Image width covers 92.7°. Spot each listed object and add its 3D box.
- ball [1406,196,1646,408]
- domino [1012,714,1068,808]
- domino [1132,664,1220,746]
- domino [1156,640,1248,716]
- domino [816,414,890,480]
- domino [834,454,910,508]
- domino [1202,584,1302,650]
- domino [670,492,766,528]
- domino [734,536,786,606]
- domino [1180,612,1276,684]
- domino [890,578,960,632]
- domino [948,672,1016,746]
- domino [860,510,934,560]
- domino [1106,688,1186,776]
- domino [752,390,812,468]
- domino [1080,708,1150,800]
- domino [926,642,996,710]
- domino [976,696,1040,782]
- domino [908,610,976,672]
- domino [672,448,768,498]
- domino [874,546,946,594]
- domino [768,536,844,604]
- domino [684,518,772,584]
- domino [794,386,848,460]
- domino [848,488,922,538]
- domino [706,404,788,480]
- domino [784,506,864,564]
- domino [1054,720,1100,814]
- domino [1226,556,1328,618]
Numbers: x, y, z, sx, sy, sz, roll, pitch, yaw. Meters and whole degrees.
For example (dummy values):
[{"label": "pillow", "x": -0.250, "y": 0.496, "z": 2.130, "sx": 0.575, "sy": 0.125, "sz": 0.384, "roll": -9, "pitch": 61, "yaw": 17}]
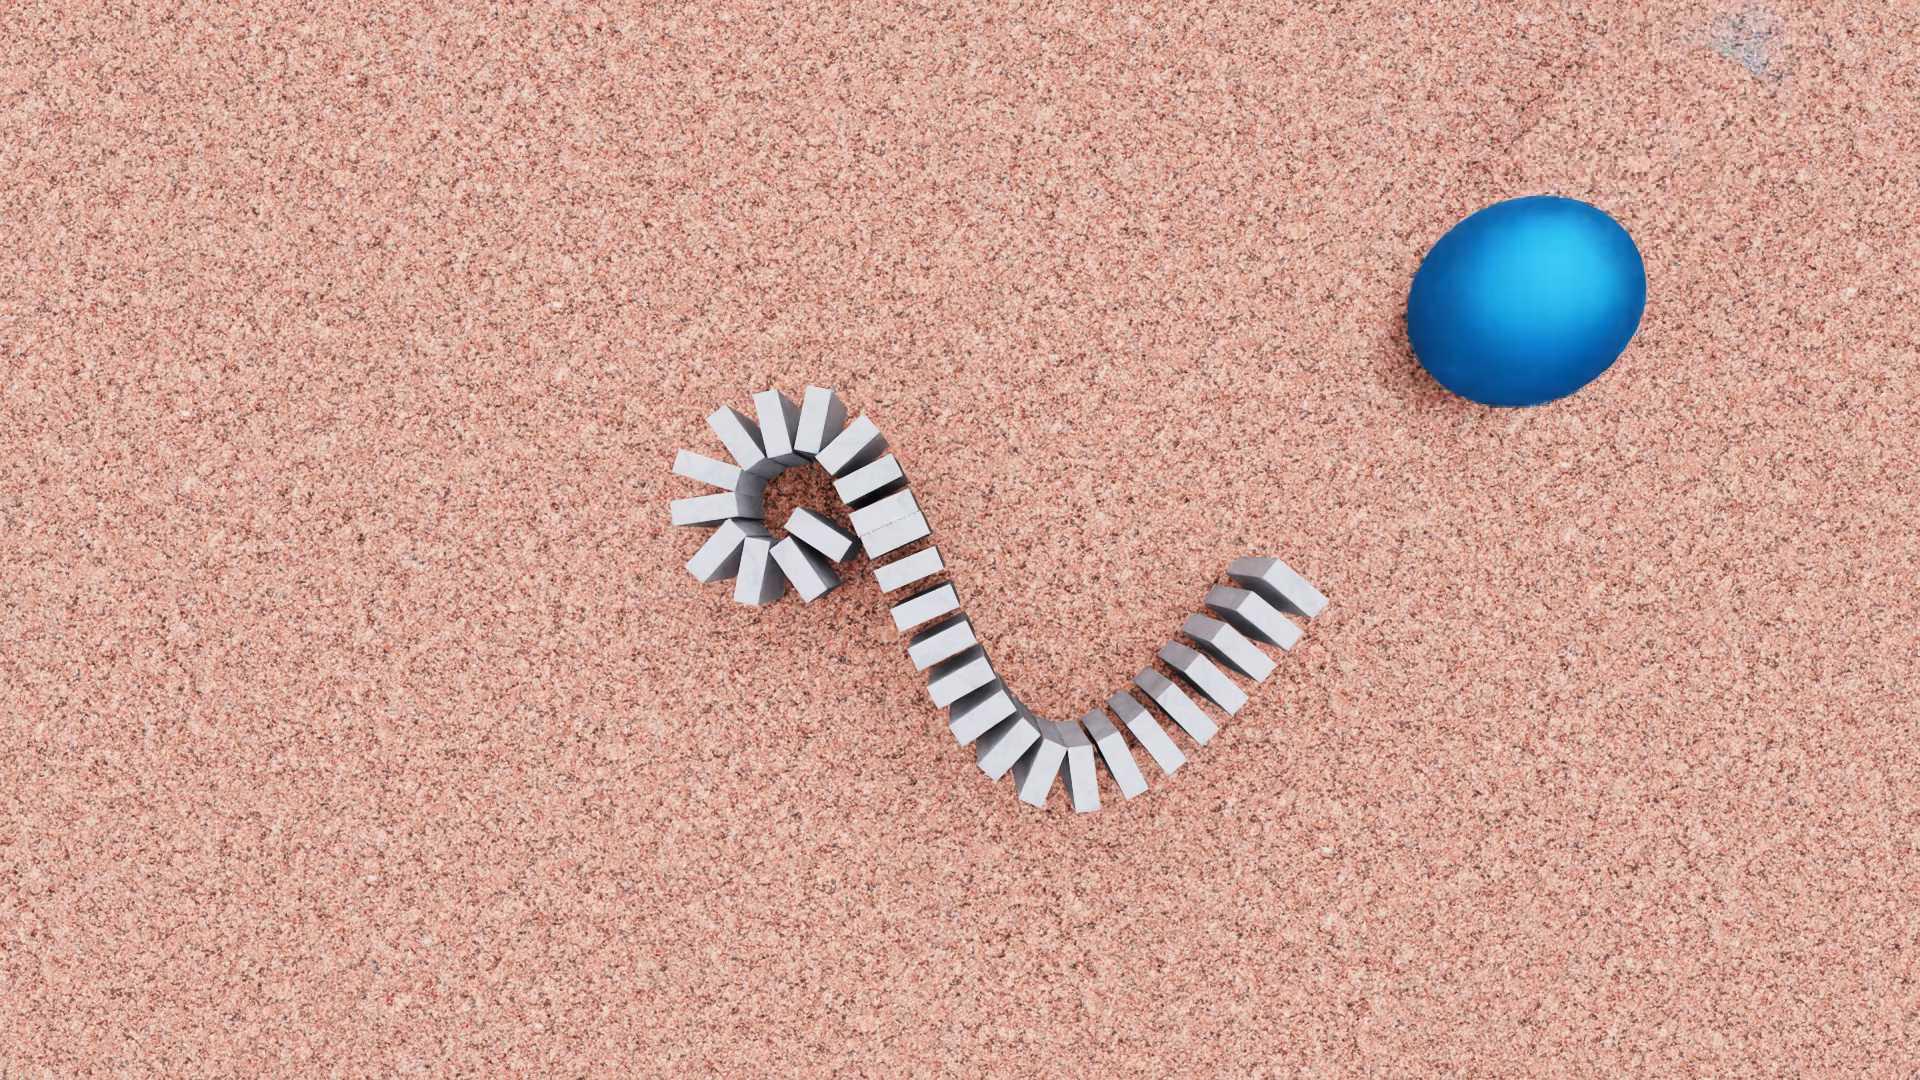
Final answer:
[{"label": "ball", "x": 0.220, "y": -0.093, "z": 0.360, "sx": 0.080, "sy": 0.080, "sz": 0.080, "roll": 0, "pitch": 90, "yaw": 0}, {"label": "domino", "x": 0.032, "y": 0.089, "z": 0.375, "sx": 0.010, "sy": 0.050, "sz": 0.025, "roll": 23, "pitch": 90, "yaw": 0}, {"label": "domino", "x": 0.087, "y": 0.067, "z": 0.375, "sx": 0.010, "sy": 0.050, "sz": 0.025, "roll": -45, "pitch": 90, "yaw": 0}, {"label": "domino", "x": 0.098, "y": 0.055, "z": 0.375, "sx": 0.025, "sy": 0.050, "sz": 0.009, "roll": 43, "pitch": 90, "yaw": 0}, {"label": "domino", "x": -0.043, "y": -0.037, "z": 0.375, "sx": 0.025, "sy": 0.050, "sz": 0.009, "roll": -42, "pitch": 90, "yaw": 0}, {"label": "domino", "x": -0.035, "y": -0.023, "z": 0.375, "sx": 0.025, "sy": 0.050, "sz": 0.009, "roll": -27, "pitch": 90, "yaw": 0}, {"label": "domino", "x": 0.118, "y": 0.031, "z": 0.375, "sx": 0.025, "sy": 0.050, "sz": 0.009, "roll": 39, "pitch": 90, "yaw": 0}, {"label": "domino", "x": -0.098, "y": -0.012, "z": 0.375, "sx": 0.025, "sy": 0.050, "sz": 0.009, "roll": -8, "pitch": 90, "yaw": 0}, {"label": "domino", "x": -0.080, "y": 0.012, "z": 0.375, "sx": 0.010, "sy": 0.050, "sz": 0.025, "roll": 11, "pitch": 90, "yaw": 0}, {"label": "domino", "x": 0.108, "y": 0.043, "z": 0.375, "sx": 0.025, "sy": 0.050, "sz": 0.010, "roll": 40, "pitch": 90, "yaw": 0}, {"label": "domino", "x": -0.013, "y": 0.026, "z": 0.375, "sx": 0.025, "sy": 0.050, "sz": 0.010, "roll": -23, "pitch": 90, "yaw": 0}, {"label": "domino", "x": 0.009, "y": 0.068, "z": 0.375, "sx": 0.025, "sy": 0.050, "sz": 0.009, "roll": -34, "pitch": 90, "yaw": 0}, {"label": "domino", "x": -0.025, "y": -0.002, "z": 0.375, "sx": 0.025, "sy": 0.050, "sz": 0.010, "roll": -24, "pitch": 90, "yaw": 0}, {"label": "domino", "x": 0.075, "y": 0.077, "z": 0.375, "sx": 0.009, "sy": 0.050, "sz": 0.025, "roll": -40, "pitch": 90, "yaw": 0}, {"label": "domino", "x": -0.072, "y": -0.044, "z": 0.375, "sx": 0.009, "sy": 0.050, "sz": 0.025, "roll": -14, "pitch": 90, "yaw": 0}, {"label": "domino", "x": 0.062, "y": 0.086, "z": 0.375, "sx": 0.010, "sy": 0.050, "sz": 0.025, "roll": -27, "pitch": 90, "yaw": 0}, {"label": "domino", "x": 0.001, "y": 0.055, "z": 0.375, "sx": 0.025, "sy": 0.050, "sz": 0.010, "roll": -29, "pitch": 90, "yaw": 0}, {"label": "domino", "x": 0.019, "y": 0.080, "z": 0.375, "sx": 0.009, "sy": 0.050, "sz": 0.025, "roll": 44, "pitch": 90, "yaw": 0}, {"label": "domino", "x": -0.007, "y": 0.040, "z": 0.375, "sx": 0.025, "sy": 0.050, "sz": 0.010, "roll": -26, "pitch": 90, "yaw": 0}, {"label": "domino", "x": -0.097, "y": -0.027, "z": 0.375, "sx": 0.025, "sy": 0.050, "sz": 0.010, "roll": 17, "pitch": 90, "yaw": 0}, {"label": "domino", "x": -0.019, "y": 0.011, "z": 0.375, "sx": 0.025, "sy": 0.050, "sz": 0.010, "roll": -22, "pitch": 90, "yaw": 0}, {"label": "domino", "x": -0.062, "y": 0.011, "z": 0.375, "sx": 0.009, "sy": 0.050, "sz": 0.025, "roll": -36, "pitch": 90, "yaw": 0}, {"label": "domino", "x": -0.093, "y": 0.004, "z": 0.375, "sx": 0.010, "sy": 0.050, "sz": 0.025, "roll": 42, "pitch": 90, "yaw": 0}, {"label": "domino", "x": -0.056, "y": -0.046, "z": 0.375, "sx": 0.010, "sy": 0.050, "sz": 0.025, "roll": 12, "pitch": 90, "yaw": 0}, {"label": "domino", "x": -0.029, "y": -0.010, "z": 0.375, "sx": 0.025, "sy": 0.050, "sz": 0.009, "roll": -24, "pitch": 90, "yaw": 0}, {"label": "domino", "x": -0.086, "y": -0.039, "z": 0.375, "sx": 0.009, "sy": 0.050, "sz": 0.025, "roll": -37, "pitch": 90, "yaw": 0}, {"label": "domino", "x": -0.054, "y": -0.002, "z": 0.375, "sx": 0.025, "sy": 0.050, "sz": 0.009, "roll": 33, "pitch": 90, "yaw": 0}, {"label": "domino", "x": 0.047, "y": 0.091, "z": 0.375, "sx": 0.009, "sy": 0.050, "sz": 0.025, "roll": -8, "pitch": 90, "yaw": 0}, {"label": "domino", "x": 0.128, "y": 0.019, "z": 0.375, "sx": 0.025, "sy": 0.050, "sz": 0.010, "roll": 39, "pitch": 90, "yaw": 0}]
